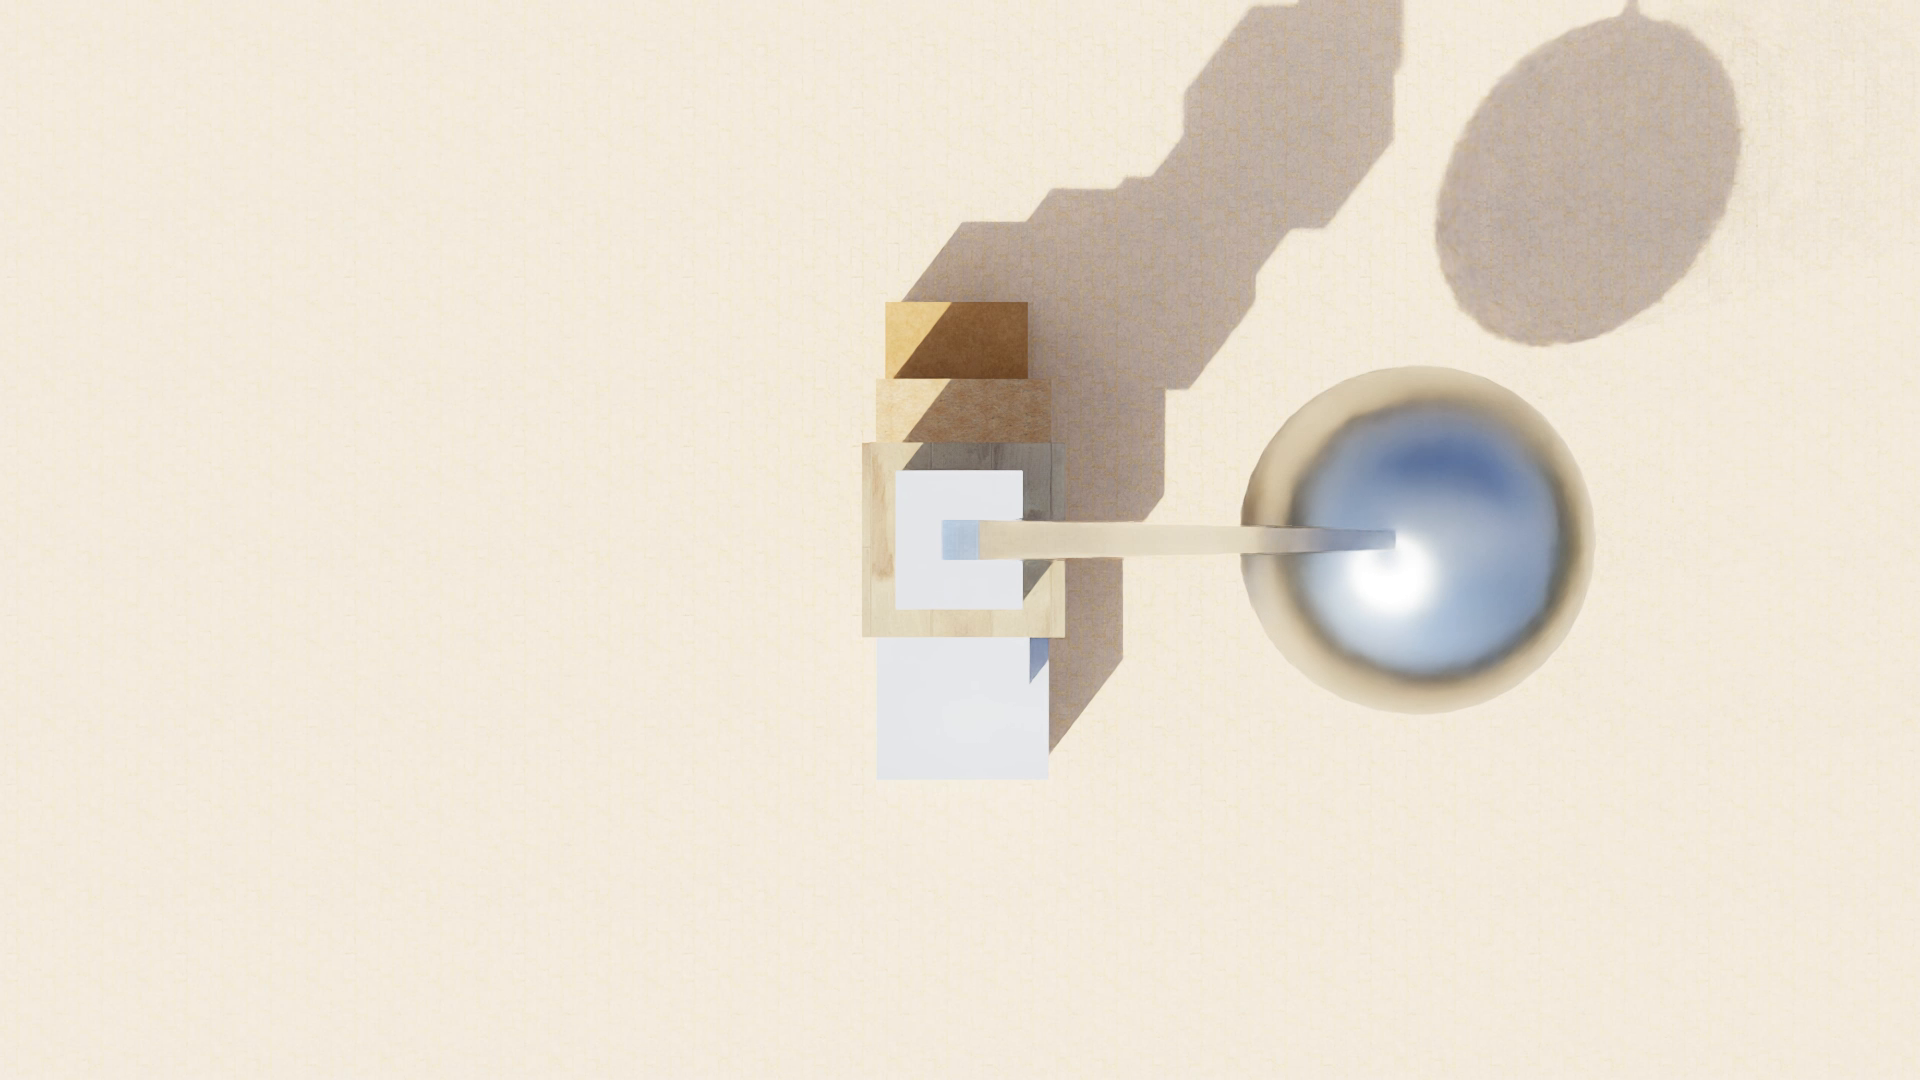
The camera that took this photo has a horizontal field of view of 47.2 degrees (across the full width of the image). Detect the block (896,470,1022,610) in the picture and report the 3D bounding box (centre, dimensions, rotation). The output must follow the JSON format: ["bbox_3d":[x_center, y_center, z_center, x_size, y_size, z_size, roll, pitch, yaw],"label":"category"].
[{"bbox_3d":[-0.004,0.000,8.909,0.501,0.446,0.548,0,90,0],"label":"block"}]

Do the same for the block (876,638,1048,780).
[{"bbox_3d":[0.015,0.856,12.568,0.950,0.865,0.934,0,90,0],"label":"block"}]

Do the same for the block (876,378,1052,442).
[{"bbox_3d":[0.019,-0.386,11.684,0.897,0.885,0.874,0,90,0],"label":"block"}]

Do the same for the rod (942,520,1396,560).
[{"bbox_3d":[0.899,0.000,6.851,0.080,5.200,0.080,0,90,20],"label":"rod"}]

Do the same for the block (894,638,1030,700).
[{"bbox_3d":[0.009,0.450,11.789,0.705,0.676,0.763,0,91,0],"label":"block"}]

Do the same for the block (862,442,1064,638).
[{"bbox_3d":[0.014,0.000,9.504,0.843,0.745,0.809,0,90,0],"label":"block"}]

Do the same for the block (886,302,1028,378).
[{"bbox_3d":[-0.019,-0.937,12.607,0.793,0.786,0.772,0,90,0],"label":"block"}]

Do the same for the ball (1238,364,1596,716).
[{"bbox_3d":[2.074,0.000,10.041,1.600,1.600,1.600,0,90,0],"label":"ball"}]
